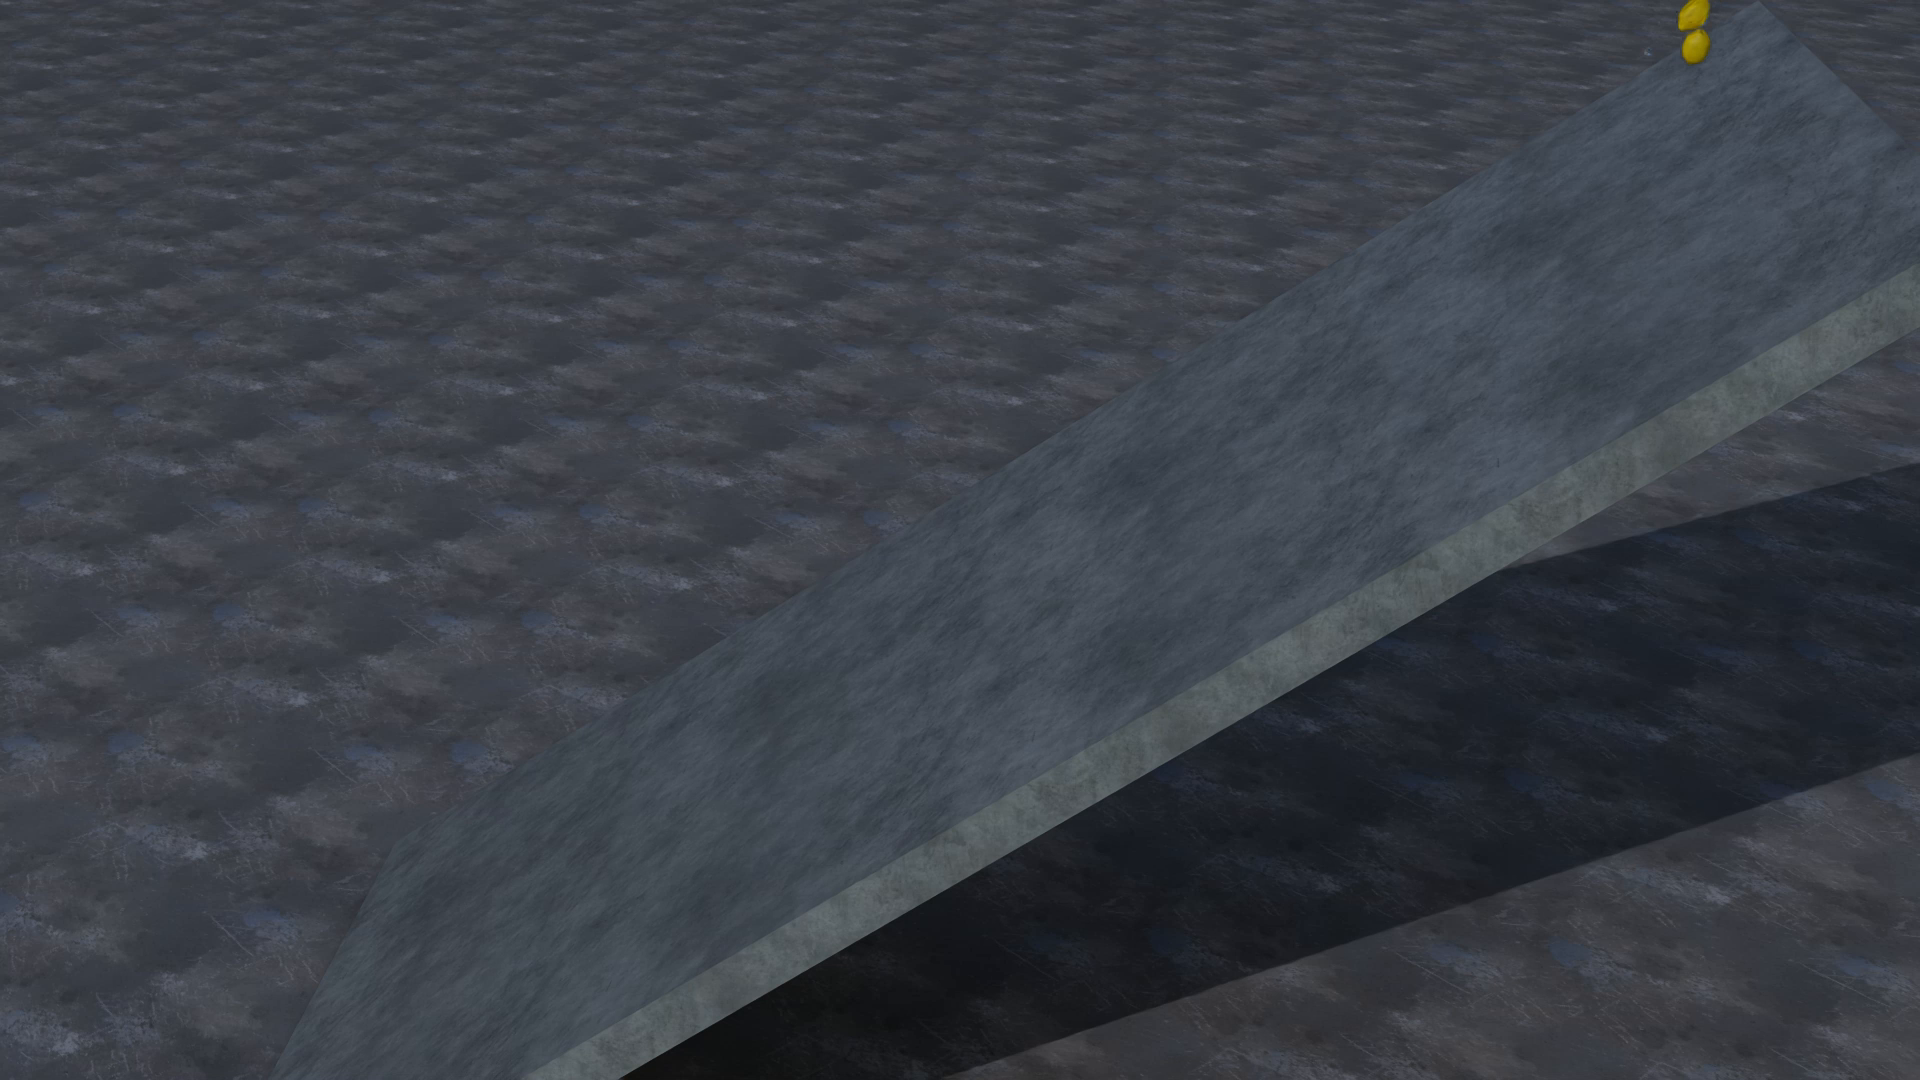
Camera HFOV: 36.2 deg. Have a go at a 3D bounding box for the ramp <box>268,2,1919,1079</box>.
[{"bbox_3d":[0.138,0.172,6.300,4.000,0.100,2.000,-32,16,14],"label":"ramp"}]
